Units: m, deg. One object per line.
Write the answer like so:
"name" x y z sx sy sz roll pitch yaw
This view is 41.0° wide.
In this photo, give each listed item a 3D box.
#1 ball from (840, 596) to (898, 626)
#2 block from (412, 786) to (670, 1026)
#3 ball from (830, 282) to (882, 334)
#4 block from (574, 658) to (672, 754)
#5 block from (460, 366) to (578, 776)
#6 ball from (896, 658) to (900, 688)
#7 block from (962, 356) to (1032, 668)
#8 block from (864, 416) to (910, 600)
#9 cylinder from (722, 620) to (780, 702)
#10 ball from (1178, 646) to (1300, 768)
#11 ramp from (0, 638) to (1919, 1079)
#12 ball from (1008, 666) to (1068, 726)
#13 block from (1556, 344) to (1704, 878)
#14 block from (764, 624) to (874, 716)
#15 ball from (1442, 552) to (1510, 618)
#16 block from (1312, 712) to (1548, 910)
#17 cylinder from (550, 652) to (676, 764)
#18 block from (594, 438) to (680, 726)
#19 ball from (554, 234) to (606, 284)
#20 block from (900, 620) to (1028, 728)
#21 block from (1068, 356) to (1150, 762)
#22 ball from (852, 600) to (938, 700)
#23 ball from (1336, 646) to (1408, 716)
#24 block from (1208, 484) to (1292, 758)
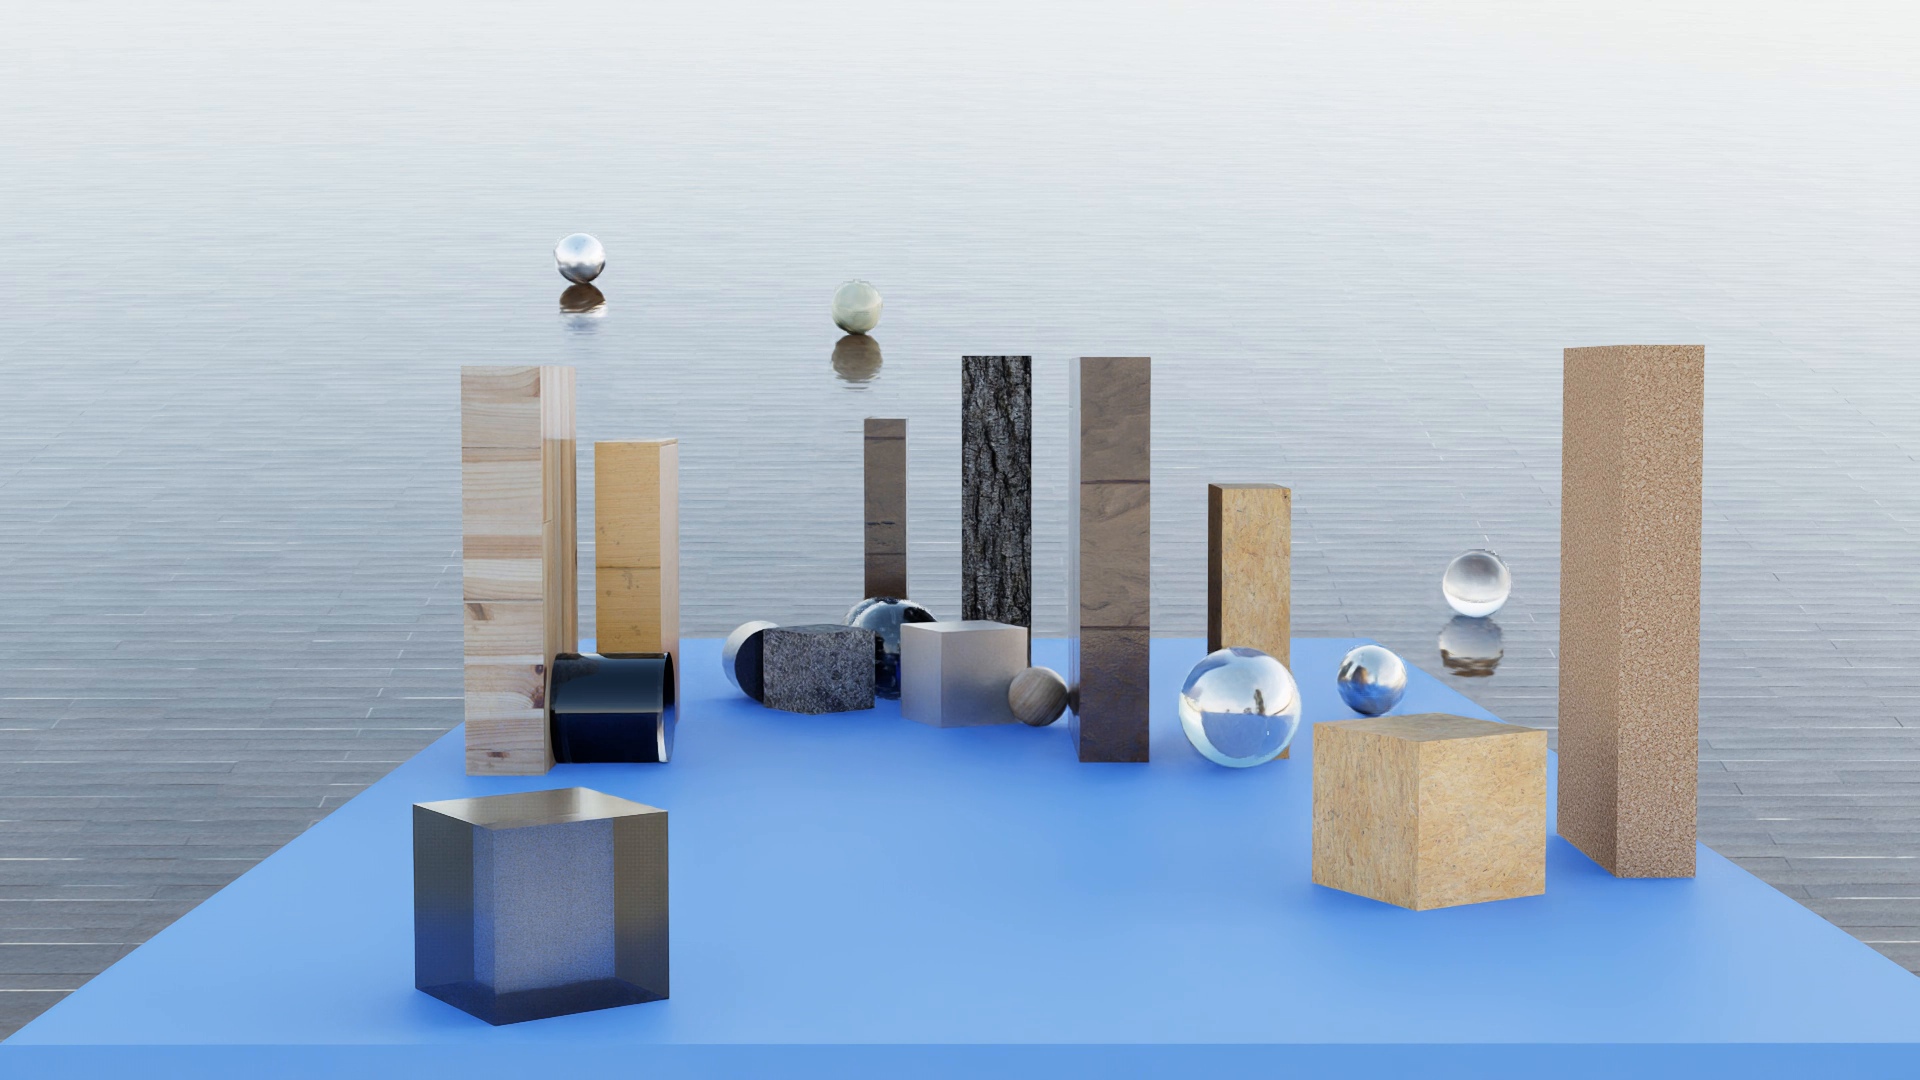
"ball" -0.165 0.218 5.461 0.196 0.196 0.196 0 20 0
"block" -0.447 0.384 2.737 0.201 0.201 0.201 -3 4 -35
"ball" -0.386 -0.865 9.579 0.194 0.194 0.194 0 20 0
"block" -0.600 0.294 4.582 0.153 0.153 0.153 0 4 0
"block" -0.756 0.040 4.436 0.131 0.679 0.391 0 4 0
"ball" -0.055 0.265 5.108 0.147 0.147 0.147 0 20 0
"block" 0.073 -0.027 5.314 0.139 0.704 0.361 0 4 0
"block" -0.162 0.013 5.726 0.090 0.572 0.356 0 4 0
"cylinder" -0.400 0.250 5.278 0.155 0.155 0.155 -5 5 -15
"ball" 0.472 0.283 4.335 0.206 0.206 0.206 0 20 0
"ramp" 0.047 0.424 4.534 2.000 0.100 4.000 0 4 0
"ball" 0.149 0.296 4.859 0.114 0.114 0.114 0 20 0
"block" 0.916 0.085 3.525 0.105 0.700 0.334 0 4 0
"block" -0.282 0.257 5.139 0.159 0.159 0.159 -3 5 -40
"ball" 1.389 0.119 6.907 0.177 0.177 0.177 0 20 0
"block" 0.602 0.344 3.304 0.210 0.210 0.210 -2 4 -30
"cylinder" -0.594 0.288 4.409 0.190 0.190 0.190 0 20 0
"block" -0.601 0.085 4.800 0.118 0.543 0.308 0 4 0
"ball" -1.522 -1.127 10.284 0.202 0.202 0.202 0 20 0
"block" 0.006 0.256 4.952 0.182 0.182 0.182 -2 4 -26
"block" 0.264 0.021 4.606 0.119 0.694 0.445 0 4 0
"ball" -0.132 0.225 5.262 0.207 0.207 0.207 0 20 0
"ball" 0.805 0.274 5.021 0.137 0.137 0.137 0 20 0
"block" 0.510 0.138 4.554 0.118 0.468 0.248 0 4 0
